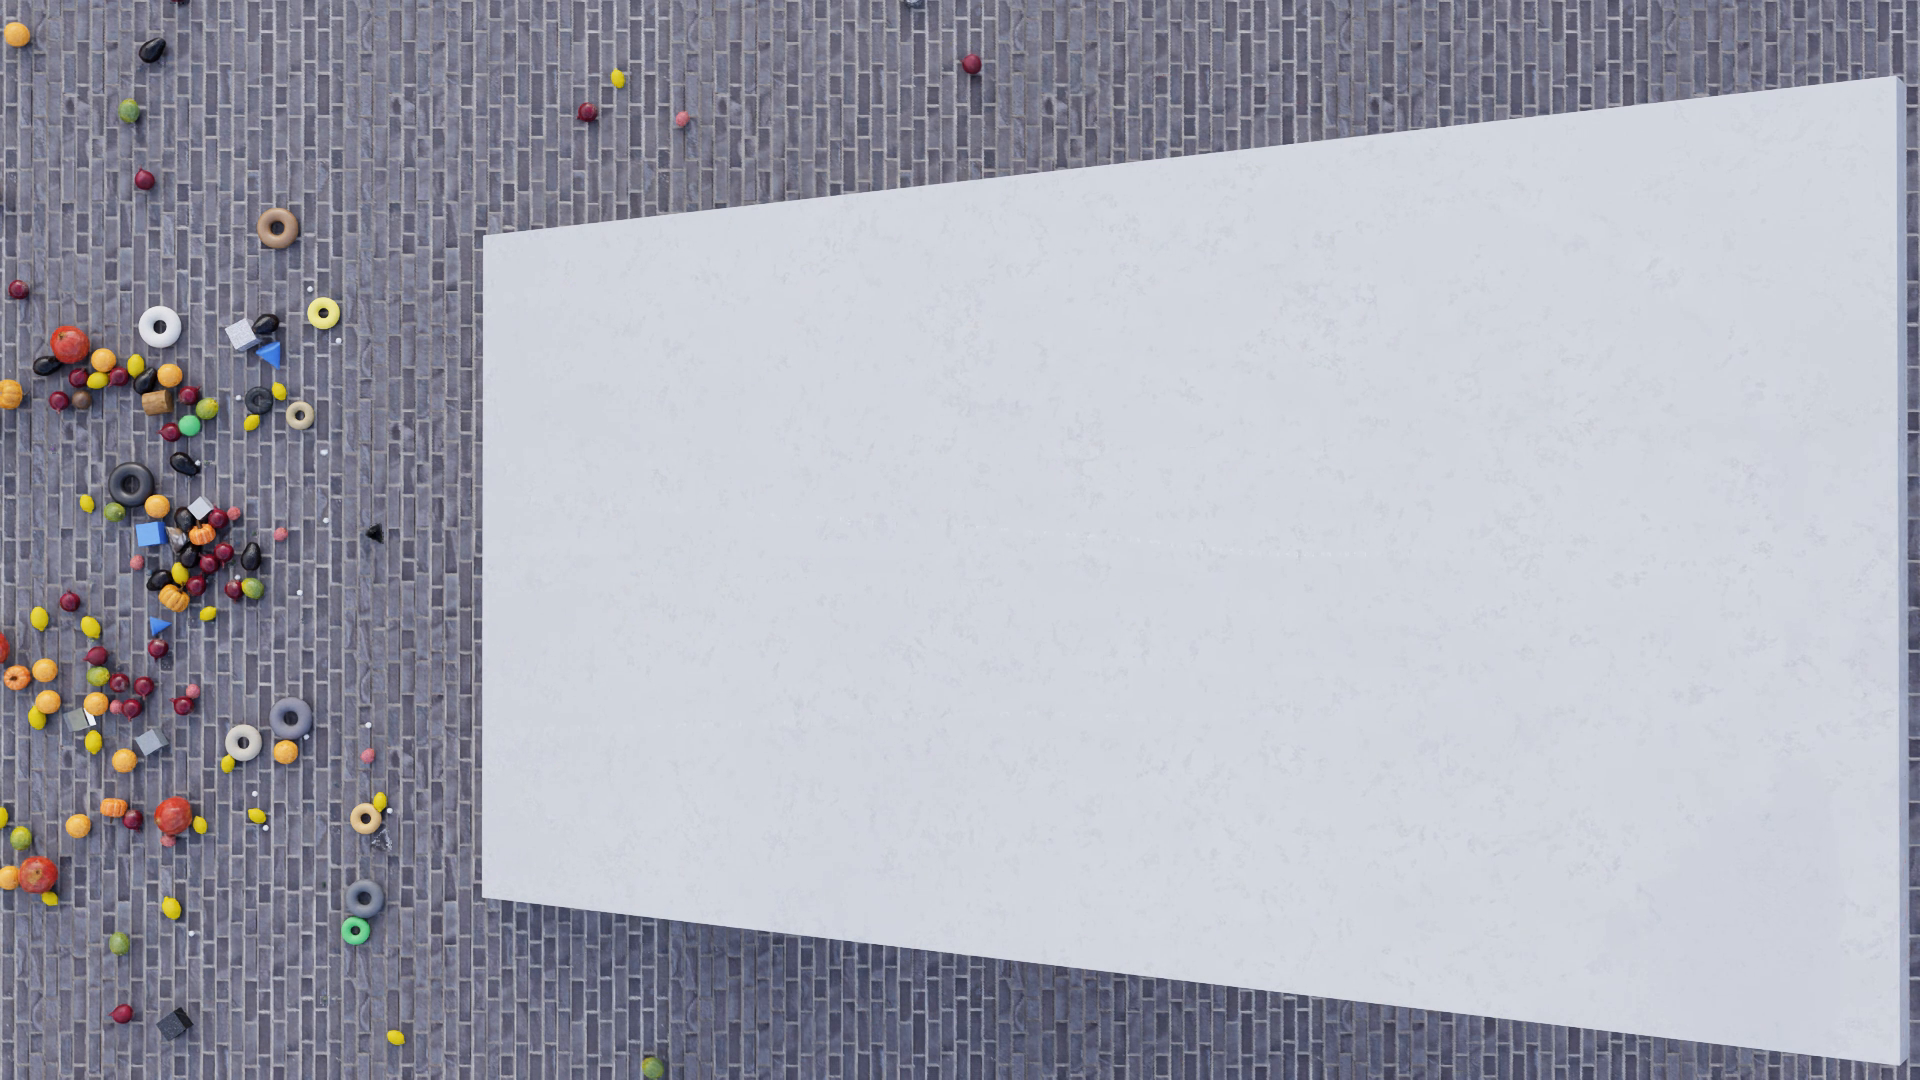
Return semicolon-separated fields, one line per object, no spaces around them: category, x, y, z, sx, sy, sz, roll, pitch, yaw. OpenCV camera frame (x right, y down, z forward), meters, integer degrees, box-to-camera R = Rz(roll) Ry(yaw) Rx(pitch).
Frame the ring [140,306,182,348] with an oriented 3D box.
ring;-2.443;-0.650;6.715;0.128;0.043;0.128;0;91;0

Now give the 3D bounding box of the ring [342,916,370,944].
ring;-1.843;1.191;6.707;0.087;0.029;0.087;0;89;-1

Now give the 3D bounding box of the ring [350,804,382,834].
ring;-1.812;0.850;6.708;0.095;0.032;0.095;0;88;1

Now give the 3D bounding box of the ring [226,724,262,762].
ring;-2.185;0.619;6.707;0.112;0.037;0.112;0;90;1

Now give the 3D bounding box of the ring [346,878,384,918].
ring;-1.814;1.092;6.702;0.120;0.040;0.120;0;90;-1

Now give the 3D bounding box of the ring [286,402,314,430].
ring;-2.016;-0.380;6.719;0.089;0.030;0.089;0;88;1

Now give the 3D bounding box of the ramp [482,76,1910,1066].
ramp;0.254;0.070;5.587;4.000;0.100;2.000;0;89;33

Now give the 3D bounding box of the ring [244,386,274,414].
ring;-2.142;-0.426;6.720;0.087;0.029;0.087;0;90;1

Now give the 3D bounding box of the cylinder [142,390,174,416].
cylinder;-2.444;-0.418;6.699;0.070;0.070;0.070;-10;90;0

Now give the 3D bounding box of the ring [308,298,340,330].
ring;-1.945;-0.693;6.721;0.098;0.033;0.098;0;88;-1

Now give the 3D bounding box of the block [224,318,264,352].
block;-2.181;-0.625;6.701;0.070;0.070;0.070;-28;90;0

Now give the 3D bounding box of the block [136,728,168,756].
block;-2.459;0.614;6.695;0.060;0.060;0.060;-31;90;0

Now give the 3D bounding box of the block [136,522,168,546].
block;-2.461;-0.018;6.698;0.066;0.066;0.066;-9;90;0

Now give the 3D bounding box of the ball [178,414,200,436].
ball;-2.348;-0.350;6.702;0.063;0.063;0.063;0;90;0

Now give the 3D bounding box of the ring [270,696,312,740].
ring;-2.040;0.544;6.705;0.133;0.044;0.133;0;90;-1

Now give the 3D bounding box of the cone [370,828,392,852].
cone;-1.758;0.907;6.708;0.066;0.066;0.066;10;63;0

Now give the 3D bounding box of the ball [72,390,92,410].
ball;-2.677;-0.427;6.705;0.058;0.058;0.058;0;90;0

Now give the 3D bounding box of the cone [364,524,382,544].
cone;-1.781;-0.010;6.719;0.054;0.054;0.054;-28;116;0

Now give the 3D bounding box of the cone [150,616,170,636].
cone;-2.437;0.259;6.715;0.060;0.060;0.060;-8;89;-27

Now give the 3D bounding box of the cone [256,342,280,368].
cone;-2.098;-0.553;6.718;0.078;0.078;0.078;-19;116;0

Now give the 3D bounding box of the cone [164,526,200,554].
cone;-2.364;-0.014;6.710;0.091;0.091;0.091;-22;89;-27

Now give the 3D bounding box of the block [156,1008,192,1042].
block;-2.388;1.472;6.685;0.066;0.066;0.066;-36;90;0

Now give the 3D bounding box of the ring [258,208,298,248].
ring;-2.084;-0.952;6.718;0.127;0.042;0.127;0;91;1

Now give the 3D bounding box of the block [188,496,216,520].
block;-2.311;-0.095;6.706;0.052;0.052;0.052;-41;90;0

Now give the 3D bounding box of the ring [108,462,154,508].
ring;-2.528;-0.169;6.709;0.141;0.047;0.141;0;90;1

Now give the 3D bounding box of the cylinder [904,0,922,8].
cylinder;-0.144;-1.663;6.714;0.061;0.061;0.061;0;90;0

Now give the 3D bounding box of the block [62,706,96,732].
block;-2.682;0.546;6.696;0.061;0.061;0.061;-21;90;0
